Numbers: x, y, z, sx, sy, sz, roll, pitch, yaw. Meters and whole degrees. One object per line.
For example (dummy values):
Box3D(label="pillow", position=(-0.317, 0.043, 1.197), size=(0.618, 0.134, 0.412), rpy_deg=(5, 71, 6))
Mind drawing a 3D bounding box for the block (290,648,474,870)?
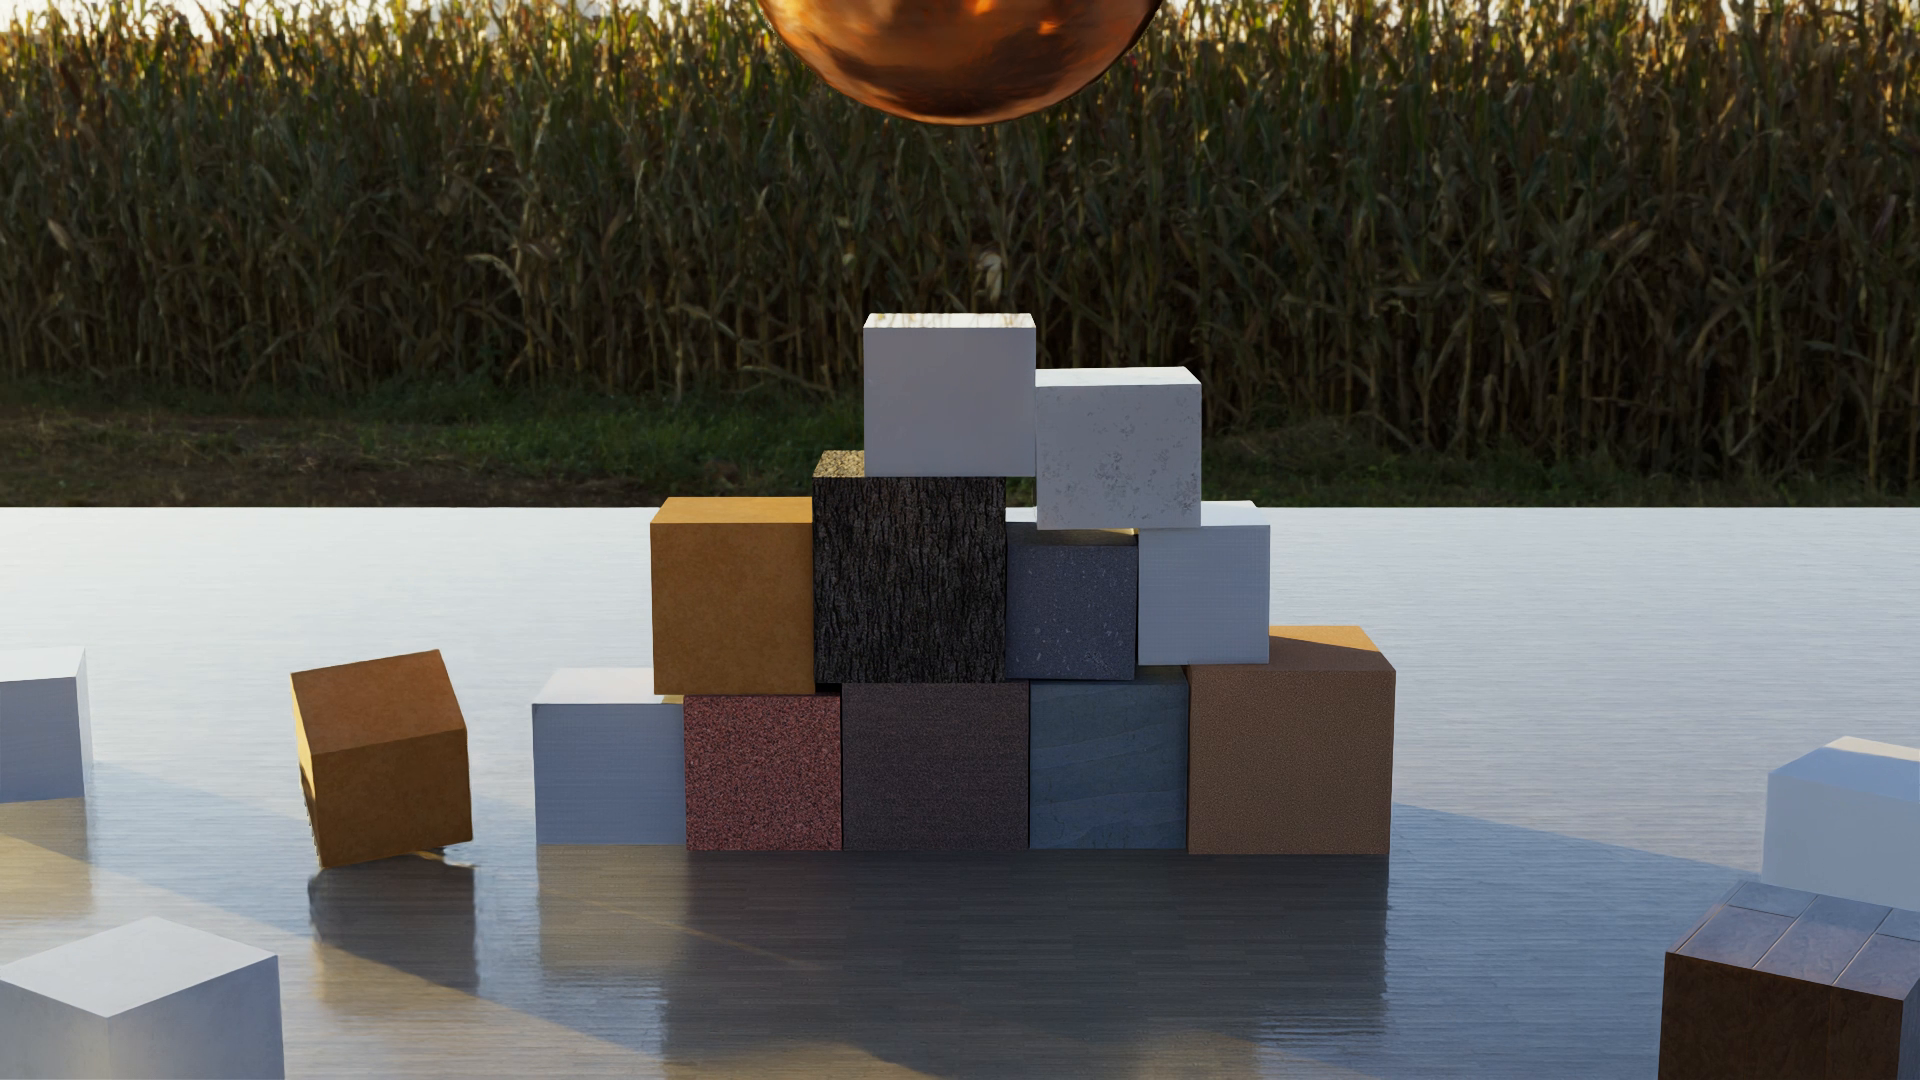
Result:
Box3D(label="block", position=(-2.869, 1.079, 10.916), size=(0.732, 0.711, 0.676), rpy_deg=(-9, 35, -21))

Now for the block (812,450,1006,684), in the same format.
Box3D(label="block", position=(-0.247, 0.118, 11.214), size=(0.942, 1.028, 0.923), rpy_deg=(0, 10, 0))

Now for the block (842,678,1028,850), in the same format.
Box3D(label="block", position=(-0.122, 1.049, 11.383), size=(0.922, 0.864, 0.906), rpy_deg=(0, 10, 0))

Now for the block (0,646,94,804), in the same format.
Box3D(label="block", position=(-5.223, 1.016, 12.107), size=(0.756, 0.669, 0.779), rpy_deg=(-3, 11, -18))

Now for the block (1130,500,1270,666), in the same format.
Box3D(label="block", position=(1.206, 0.208, 11.211), size=(0.646, 0.699, 0.733), rpy_deg=(-1, 10, 0))

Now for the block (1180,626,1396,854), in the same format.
Box3D(label="block", position=(1.640, 1.012, 11.374), size=(0.999, 0.939, 1.021), rpy_deg=(0, 10, 0))

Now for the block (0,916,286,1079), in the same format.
Box3D(label="block", position=(-2.903, 1.809, 7.763), size=(0.708, 0.663, 0.692), rpy_deg=(7, 12, 33))

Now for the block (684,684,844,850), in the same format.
Box3D(label="block", position=(-0.981, 1.087, 11.376), size=(0.776, 0.791, 0.881), rpy_deg=(0, 10, 0))

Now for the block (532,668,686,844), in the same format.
Box3D(label="block", position=(-1.757, 1.110, 11.407), size=(0.764, 0.735, 0.748), rpy_deg=(0, 10, 0))

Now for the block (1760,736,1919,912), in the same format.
Box3D(label="block", position=(4.069, 1.401, 9.588), size=(0.809, 0.813, 0.828), rpy_deg=(10, 14, 43))

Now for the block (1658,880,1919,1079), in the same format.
Box3D(label="block", position=(2.911, 1.757, 7.556), size=(0.747, 0.838, 0.885), rpy_deg=(7, 12, 34))

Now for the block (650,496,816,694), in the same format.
Box3D(label="block", position=(-1.125, 0.271, 11.233), size=(0.799, 0.866, 0.791), rpy_deg=(0, 10, -1))

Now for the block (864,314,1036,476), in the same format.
Box3D(label="block", position=(-0.050, -0.739, 11.031), size=(0.829, 0.725, 0.838), rpy_deg=(0, 10, 0))

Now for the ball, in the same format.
Box3D(label="ball", position=(0.000, -2.236, 7.565), size=(1.600, 1.600, 1.600), rpy_deg=(0, 10, 0))

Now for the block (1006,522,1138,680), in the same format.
Box3D(label="block", position=(0.552, 0.300, 11.215), size=(0.644, 0.677, 0.661), rpy_deg=(1, 10, 0))

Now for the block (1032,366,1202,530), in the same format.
Box3D(label="block", position=(0.772, -0.473, 11.074), size=(0.800, 0.704, 0.800), rpy_deg=(-1, 10, 0))

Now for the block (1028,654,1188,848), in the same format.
Box3D(label="block", position=(0.741, 1.057, 11.390), size=(0.785, 0.844, 0.860), rpy_deg=(0, 10, 0))
